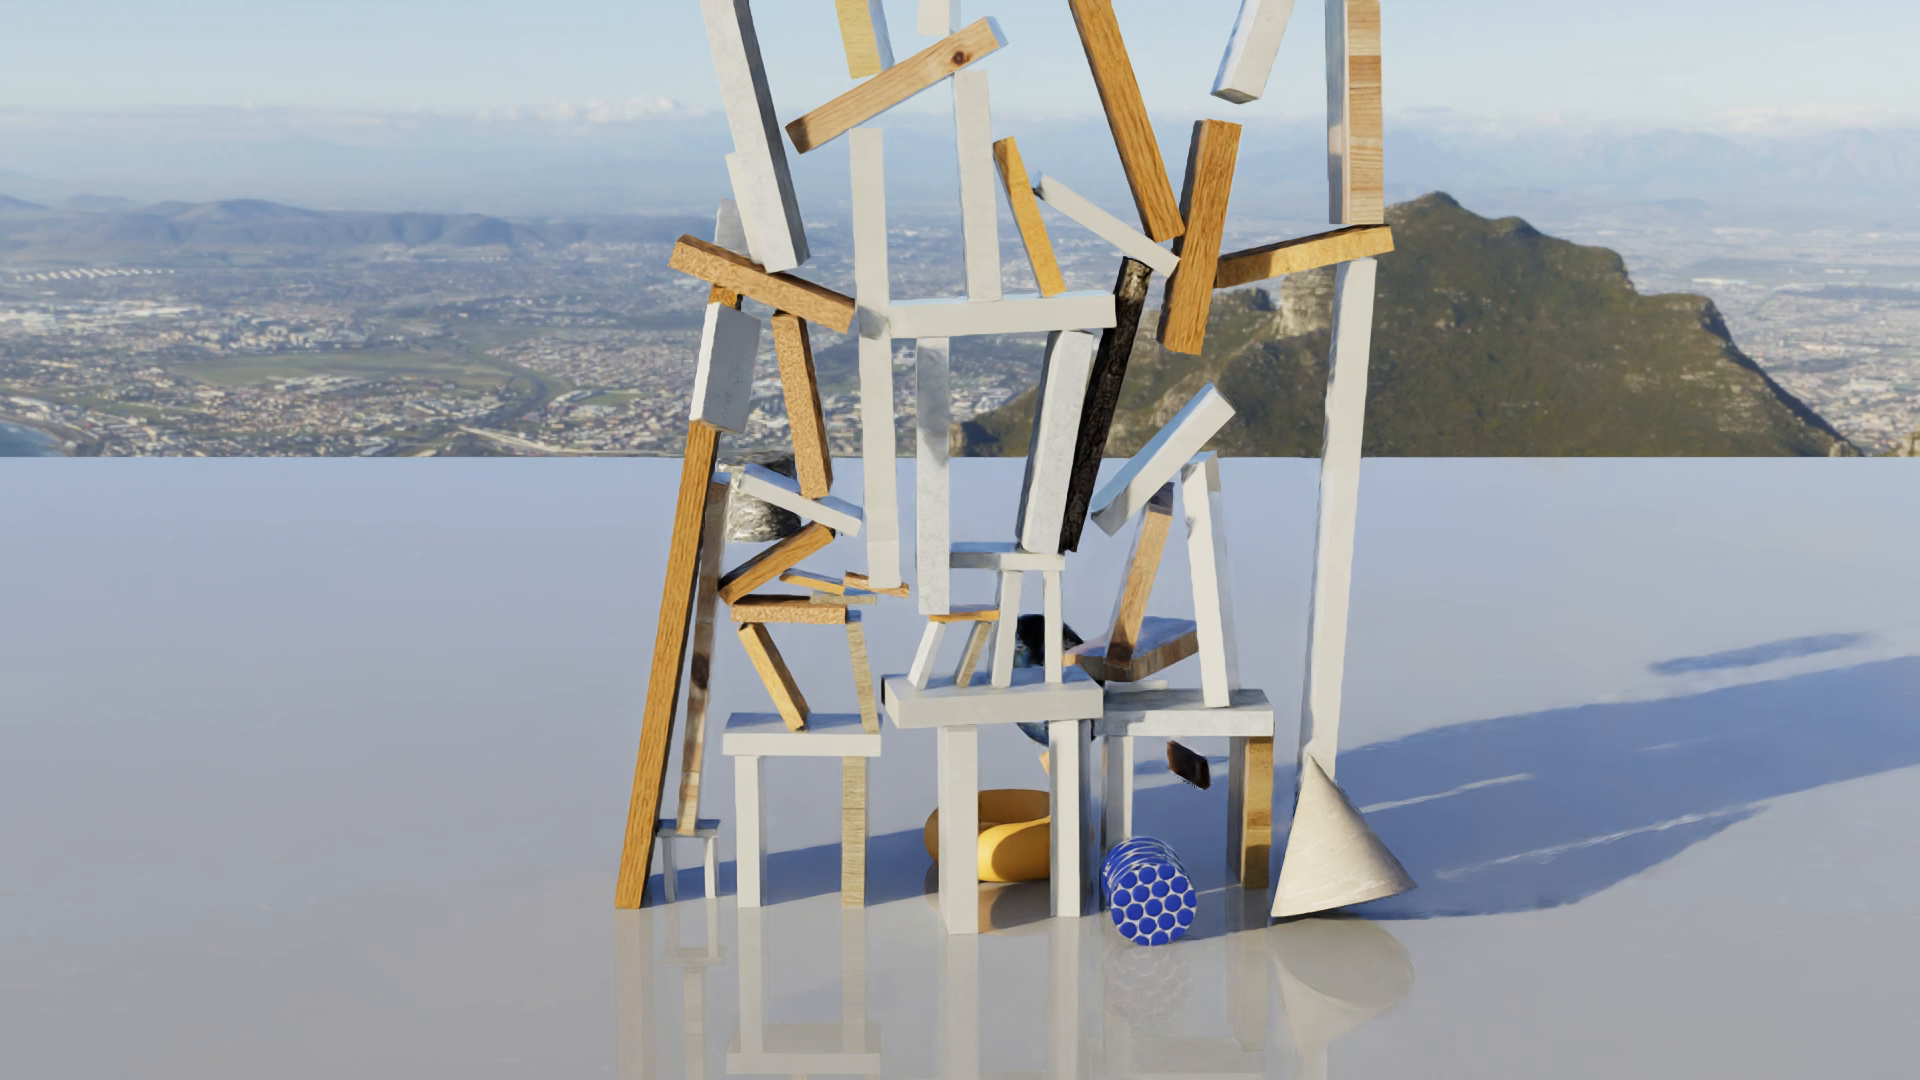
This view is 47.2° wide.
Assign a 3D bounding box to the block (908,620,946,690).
[{"bbox_3d":[-0.052,0.180,3.512,0.015,0.109,0.054,19,4,-16],"label":"block"}]

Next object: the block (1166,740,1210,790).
[{"bbox_3d":[0.396,0.391,3.821,0.015,0.052,0.104,-19,23,-24],"label":"block"}]

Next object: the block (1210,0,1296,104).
[{"bbox_3d":[0.488,-0.860,3.417,0.050,0.356,0.178,19,6,-6],"label":"block"}]

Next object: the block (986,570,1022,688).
[{"bbox_3d":[0.071,0.136,3.531,0.026,0.184,0.092,5,10,-7],"label":"block"}]

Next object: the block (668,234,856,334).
[{"bbox_3d":[-0.307,-0.402,3.440,0.291,0.041,0.145,21,11,-7],"label":"block"}]

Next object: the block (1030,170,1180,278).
[{"bbox_3d":[0.225,-0.500,3.470,0.250,0.035,0.125,30,10,-9],"label":"block"}]

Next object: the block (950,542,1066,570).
[{"bbox_3d":[0.077,0.026,3.542,0.185,0.026,0.092,1,11,3],"label":"block"}]

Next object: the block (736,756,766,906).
[{"bbox_3d":[-0.346,0.464,3.646,0.036,0.256,0.128,0,11,0],"label":"block"}]

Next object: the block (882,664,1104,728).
[{"bbox_3d":[0.050,0.252,3.547,0.331,0.047,0.166,-2,11,-11],"label":"block"}]

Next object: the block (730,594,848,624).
[{"bbox_3d":[-0.276,0.112,3.573,0.183,0.026,0.091,1,11,0],"label":"block"}]

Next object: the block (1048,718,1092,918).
[{"bbox_3d":[0.182,0.432,3.609,0.047,0.331,0.166,1,11,10],"label":"block"}]

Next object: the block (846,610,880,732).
[{"bbox_3d":[-0.159,0.213,3.596,0.026,0.183,0.091,-9,11,-1],"label":"block"}]

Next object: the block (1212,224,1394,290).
[{"bbox_3d":[0.535,-0.455,3.507,0.283,0.040,0.141,-13,10,0],"label":"block"}]

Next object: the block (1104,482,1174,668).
[{"bbox_3d":[0.295,0.053,3.611,0.040,0.280,0.140,14,25,0],"label":"block"}]

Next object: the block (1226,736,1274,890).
[{"bbox_3d":[0.492,0.430,3.736,0.041,0.290,0.145,-1,11,-6],"label":"block"}]

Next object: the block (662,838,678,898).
[{"bbox_3d":[-0.483,0.538,3.663,0.015,0.104,0.052,-2,11,0],"label":"block"}]

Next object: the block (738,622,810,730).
[{"bbox_3d":[-0.304,0.216,3.598,0.026,0.183,0.091,-26,9,6],"label":"block"}]

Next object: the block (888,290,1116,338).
[{"bbox_3d":[0.063,-0.358,3.480,0.349,0.049,0.175,-3,9,-2],"label":"block"}]

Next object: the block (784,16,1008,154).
[{"bbox_3d":[-0.096,-0.711,3.434,0.350,0.050,0.175,-26,10,12],"label":"block"}]

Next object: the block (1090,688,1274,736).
[{"bbox_3d":[0.361,0.283,3.620,0.290,0.041,0.145,0,11,0],"label":"block"}]

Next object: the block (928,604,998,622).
[{"bbox_3d":[0.005,0.117,3.516,0.109,0.015,0.054,-1,9,-5],"label":"block"}]

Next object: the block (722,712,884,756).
[{"bbox_3d":[-0.256,0.320,3.619,0.256,0.036,0.128,1,11,0],"label":"block"}]

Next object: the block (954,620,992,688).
[{"bbox_3d":[0.020,0.177,3.525,0.015,0.109,0.054,20,7,-11],"label":"block"}]

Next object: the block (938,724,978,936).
[{"bbox_3d":[-0.004,0.447,3.532,0.047,0.331,0.166,-1,11,-6],"label":"block"}]

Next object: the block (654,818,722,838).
[{"bbox_3d":[-0.452,0.478,3.654,0.104,0.015,0.052,0,11,1],"label":"block"}]

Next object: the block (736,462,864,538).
[{"bbox_3d":[-0.256,-0.066,3.545,0.204,0.029,0.102,22,11,-5],"label":"block"}]

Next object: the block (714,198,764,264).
[{"bbox_3d":[-0.359,-0.504,3.628,0.087,0.025,0.175,14,33,-12],"label":"block"}]

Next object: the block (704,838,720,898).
[{"bbox_3d":[-0.414,0.538,3.663,0.015,0.104,0.052,-1,11,3],"label":"block"}]

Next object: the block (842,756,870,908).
[{"bbox_3d":[-0.173,0.464,3.645,0.036,0.256,0.128,1,11,1],"label":"block"}]

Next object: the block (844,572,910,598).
[{"bbox_3d":[-0.136,0.073,3.574,0.105,0.015,0.053,12,8,-6],"label":"block"}]

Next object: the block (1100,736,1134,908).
[{"bbox_3d":[0.259,0.447,3.646,0.041,0.290,0.145,1,11,0],"label":"block"}]
